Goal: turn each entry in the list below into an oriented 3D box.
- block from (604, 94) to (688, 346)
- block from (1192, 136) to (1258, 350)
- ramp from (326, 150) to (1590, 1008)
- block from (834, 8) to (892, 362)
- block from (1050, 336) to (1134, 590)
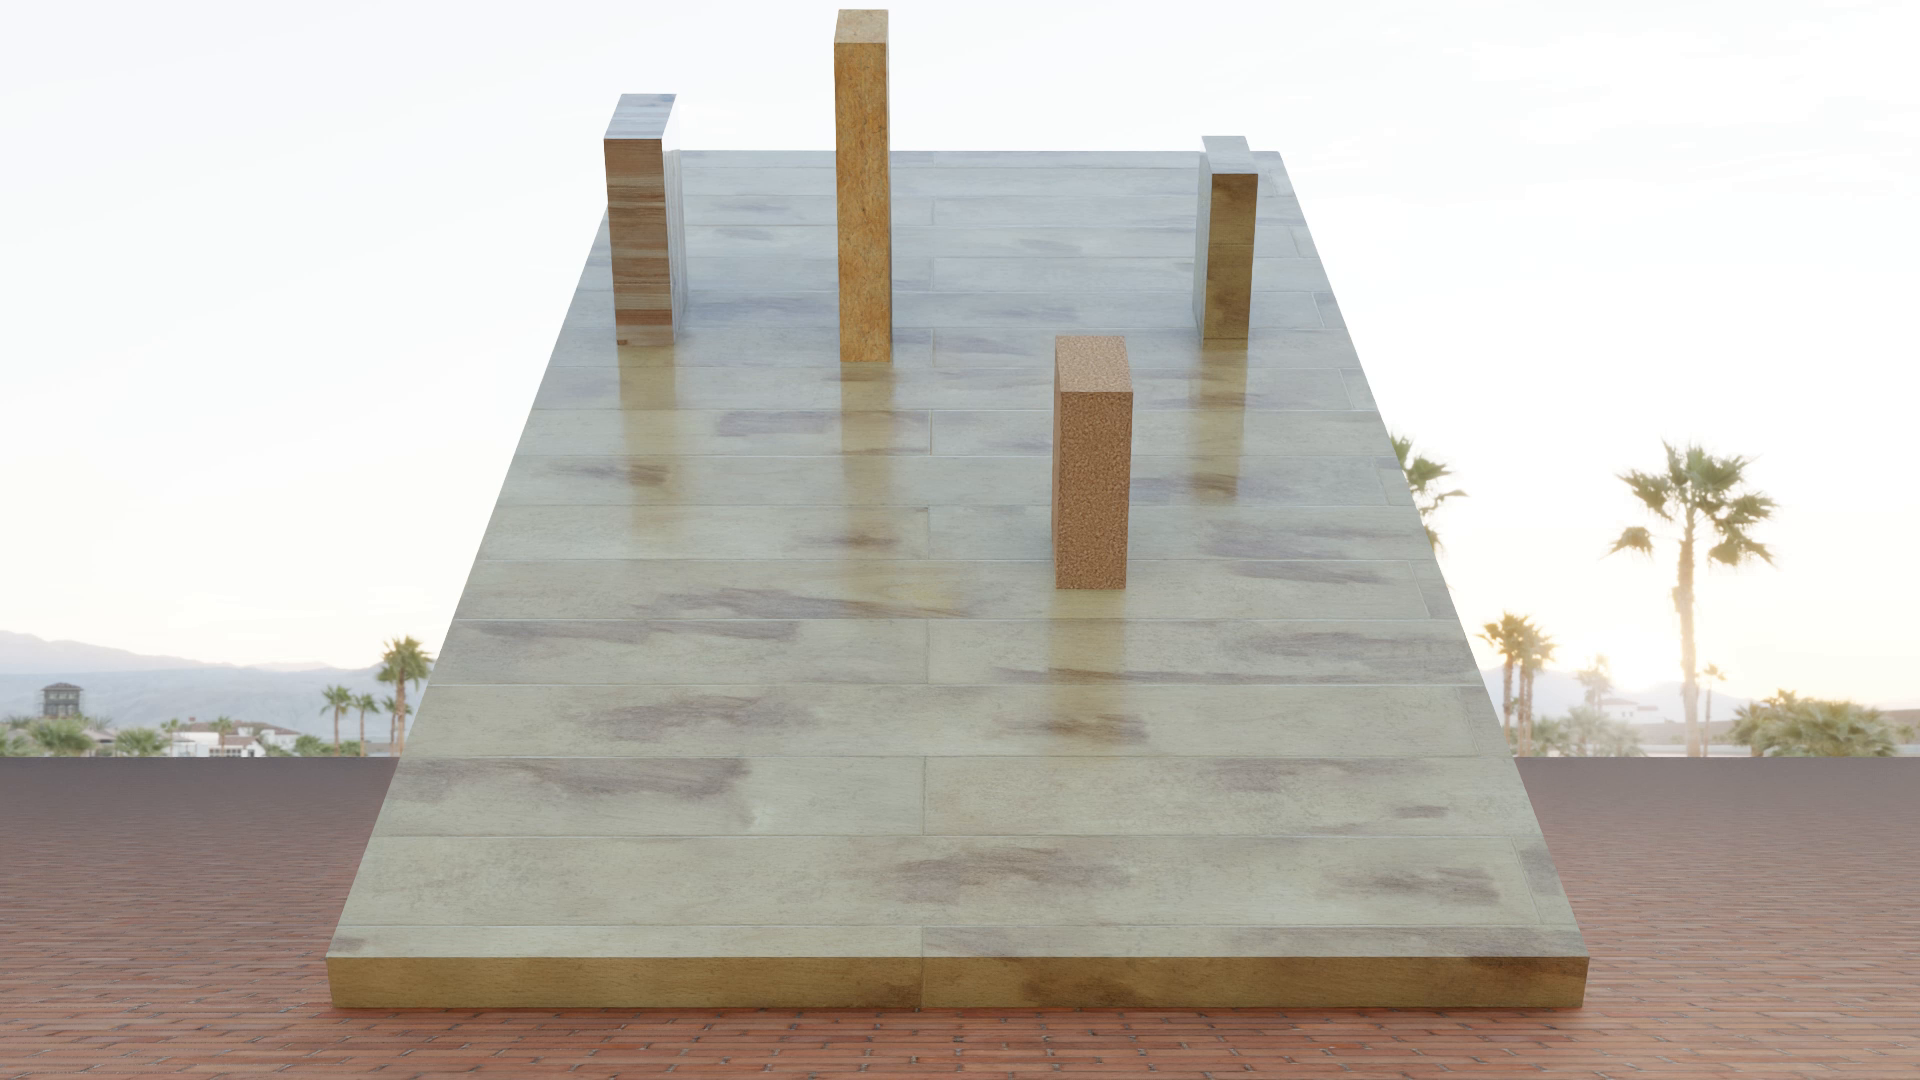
[{"bbox_3d":[-0.786,-0.809,5.986,0.141,0.536,0.366,0,28,0],"label":"block"},{"bbox_3d":[0.660,-0.745,5.955,0.111,0.460,0.293,0,28,0],"label":"block"},{"bbox_3d":[-0.011,-0.224,5.560,2.000,0.100,4.000,0,28,0],"label":"ramp"},{"bbox_3d":[-0.233,-0.861,5.806,0.121,0.799,0.292,0,28,0],"label":"block"},{"bbox_3d":[0.266,-0.159,4.857,0.141,0.439,0.281,0,28,0],"label":"block"}]
